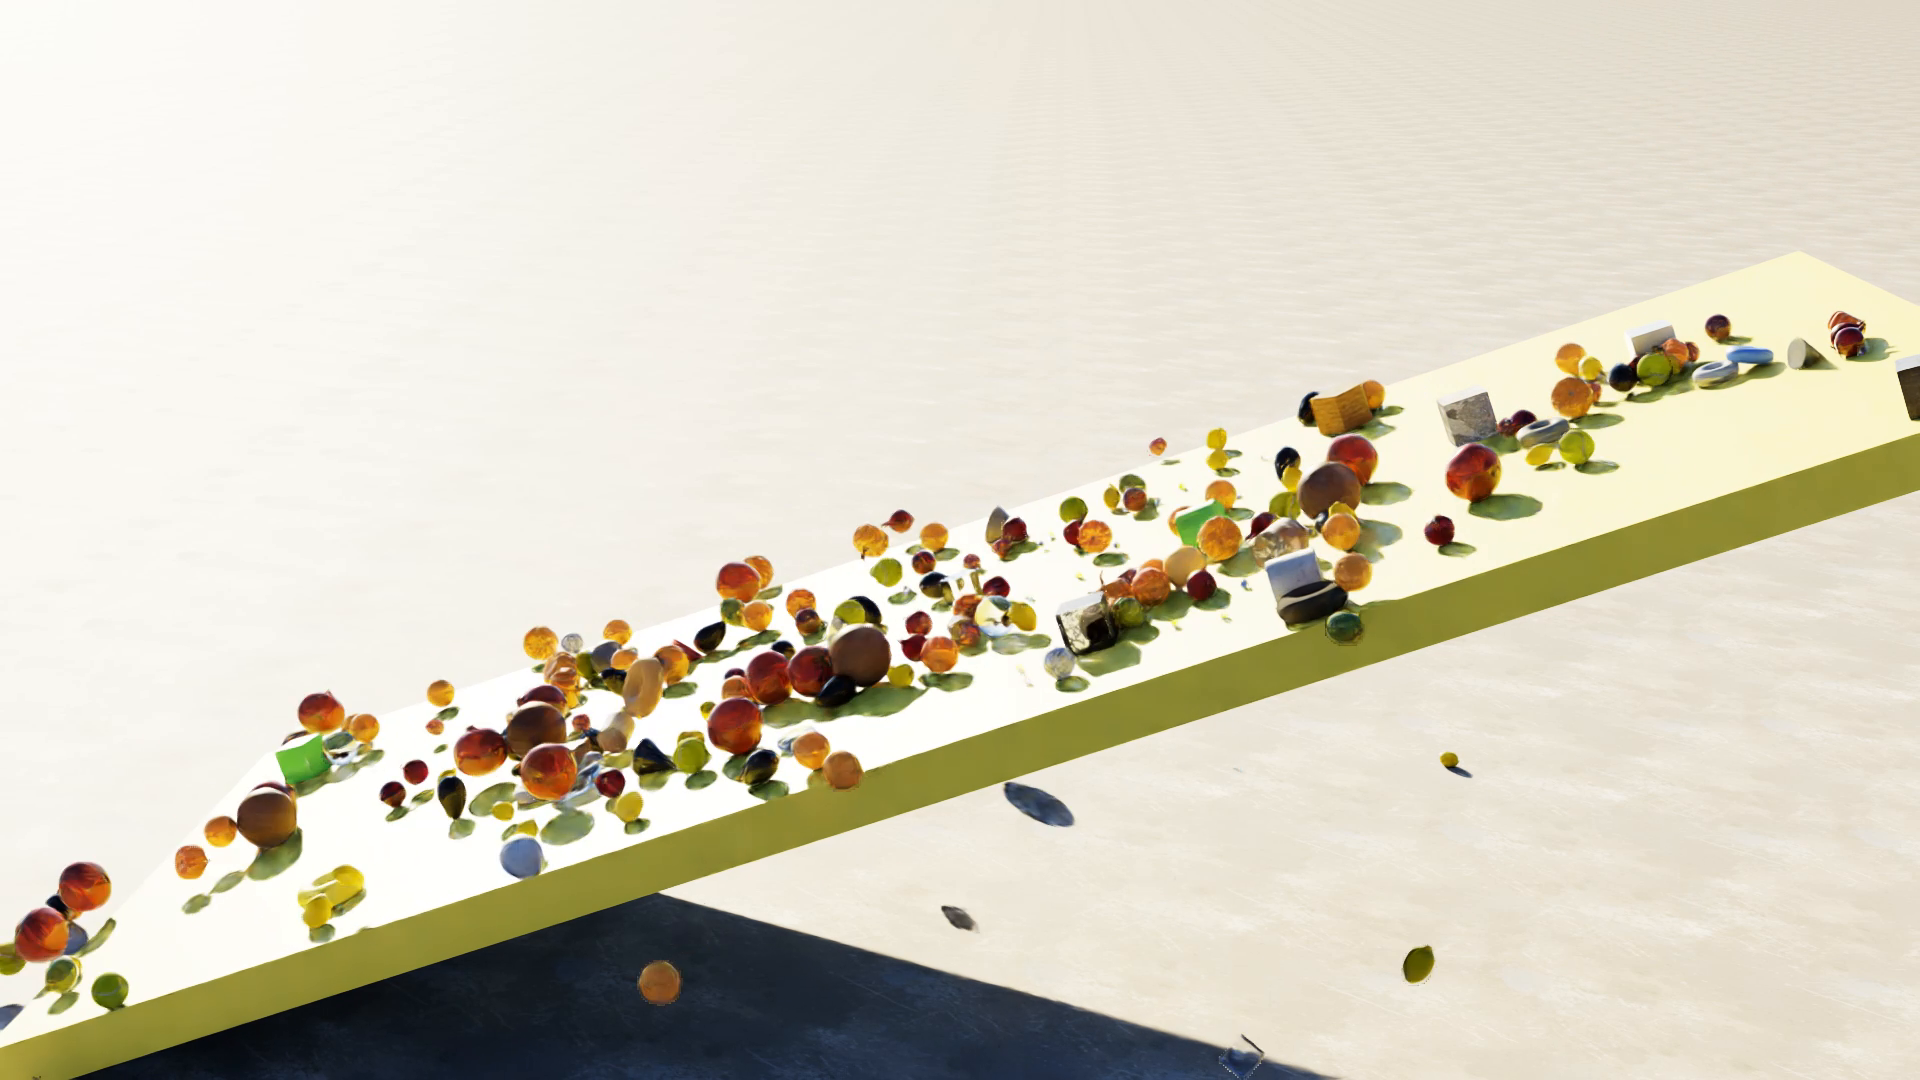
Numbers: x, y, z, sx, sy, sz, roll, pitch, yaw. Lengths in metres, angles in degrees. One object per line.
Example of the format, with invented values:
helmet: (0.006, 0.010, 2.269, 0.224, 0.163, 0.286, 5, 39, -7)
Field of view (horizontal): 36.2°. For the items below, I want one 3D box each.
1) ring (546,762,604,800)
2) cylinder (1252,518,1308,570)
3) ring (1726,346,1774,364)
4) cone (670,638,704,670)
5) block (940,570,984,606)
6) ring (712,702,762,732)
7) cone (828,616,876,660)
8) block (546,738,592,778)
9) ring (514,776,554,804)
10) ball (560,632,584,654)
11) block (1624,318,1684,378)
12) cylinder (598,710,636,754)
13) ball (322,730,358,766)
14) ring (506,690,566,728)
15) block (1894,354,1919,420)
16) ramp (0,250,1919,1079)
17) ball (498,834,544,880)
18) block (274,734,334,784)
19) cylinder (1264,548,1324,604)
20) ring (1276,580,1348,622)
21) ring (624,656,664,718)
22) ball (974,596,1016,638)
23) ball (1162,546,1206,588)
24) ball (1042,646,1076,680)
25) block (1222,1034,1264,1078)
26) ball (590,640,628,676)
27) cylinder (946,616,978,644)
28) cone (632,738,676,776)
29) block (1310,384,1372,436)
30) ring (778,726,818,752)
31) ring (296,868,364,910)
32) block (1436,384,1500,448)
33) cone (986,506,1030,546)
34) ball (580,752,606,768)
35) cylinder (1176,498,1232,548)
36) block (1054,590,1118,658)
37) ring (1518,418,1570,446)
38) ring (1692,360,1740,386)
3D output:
ring: (-0.775, 0.486, 5.930, 0.124, 0.041, 0.124, -23, 10, 4)
cylinder: (0.627, 0.010, 5.756, 0.084, 0.084, 0.084, 7, 24, 31)
ring: (1.622, -0.380, 6.041, 0.097, 0.032, 0.097, 3, 8, 0)
cone: (-0.627, 0.266, 6.791, 0.077, 0.077, 0.077, 6, 11, -13)
block: (0.005, 0.105, 6.424, 0.061, 0.061, 0.061, -26, 13, -32)
ring: (-0.457, 0.362, 6.016, 0.111, 0.037, 0.111, -18, 12, 4)
cone: (-0.224, 0.215, 6.323, 0.095, 0.095, 0.095, 5, 9, -22)
block: (-0.797, 0.457, 6.048, 0.068, 0.068, 0.068, -14, 12, 24)
ring: (-0.868, 0.510, 6.005, 0.094, 0.031, 0.094, -19, 15, 5)
ball: (-0.970, 0.258, 7.362, 0.057, 0.057, 0.057, 0, 12, 0)
block: (1.493, -0.413, 6.332, 0.092, 0.092, 0.092, -18, 11, 6)
cylinder: (-0.717, 0.402, 6.145, 0.065, 0.065, 0.065, 2, 31, 11)
ball: (-1.473, 0.494, 6.990, 0.083, 0.083, 0.083, 0, 12, 0)
ring: (-0.971, 0.388, 6.740, 0.150, 0.050, 0.150, -20, 10, 3)
block: (1.732, -0.280, 5.259, 0.093, 0.093, 0.093, -15, 11, 19)
ramp: (0.107, 0.180, 6.304, 4.000, 0.100, 2.000, -18, 11, 6)
ball: (-0.806, 0.582, 5.407, 0.082, 0.082, 0.082, 0, 12, 0)
block: (-1.565, 0.521, 7.014, 0.084, 0.084, 0.084, -14, 12, 25)
cylinder: (0.622, 0.071, 5.442, 0.093, 0.093, 0.093, -17, 10, 10)
ring: (0.639, 0.112, 5.339, 0.135, 0.045, 0.135, -19, 9, 3)
ring: (-0.658, 0.306, 6.117, 0.045, 0.134, 0.134, 14, 4, -30)
ball: (0.073, 0.156, 5.988, 0.086, 0.086, 0.086, 0, 12, 0)
ball: (0.444, 0.053, 5.822, 0.086, 0.086, 0.086, 0, 12, 0)
ball: (0.185, 0.229, 5.493, 0.063, 0.063, 0.063, 0, 12, 0)
block: (0.508, 0.927, 5.284, 0.052, 0.052, 0.052, 38, -13, 10)
ball: (-0.829, 0.278, 6.940, 0.086, 0.086, 0.086, 0, 12, 0)
cylinder: (0.004, 0.185, 6.042, 0.056, 0.056, 0.056, -3, -4, -15)
cone: (-0.598, 0.443, 5.859, 0.081, 0.081, 0.081, 16, 17, 22)
block: (0.887, -0.304, 6.848, 0.090, 0.090, 0.090, -26, 13, -32)
ring: (-0.314, 0.385, 5.680, 0.083, 0.028, 0.083, -19, 12, 4)
ring: (-1.230, 0.681, 5.747, 0.138, 0.046, 0.138, -18, 12, 4)
block: (1.085, -0.264, 6.285, 0.098, 0.098, 0.098, -19, 11, 3)
cone: (0.124, -0.021, 6.890, 0.097, 0.097, 0.097, 16, 17, 23)
ball: (-0.749, 0.458, 6.008, 0.051, 0.051, 0.051, 0, 12, 0)
cylinder: (0.508, -0.032, 6.141, 0.086, 0.086, 0.086, -22, 3, 23)
block: (0.243, 0.163, 5.647, 0.090, 0.090, 0.090, -17, 11, 12)
ring: (1.199, -0.221, 6.043, 0.109, 0.036, 0.109, -18, 12, 4)
ring: (1.553, -0.342, 6.041, 0.098, 0.033, 0.098, -18, 12, 4)
